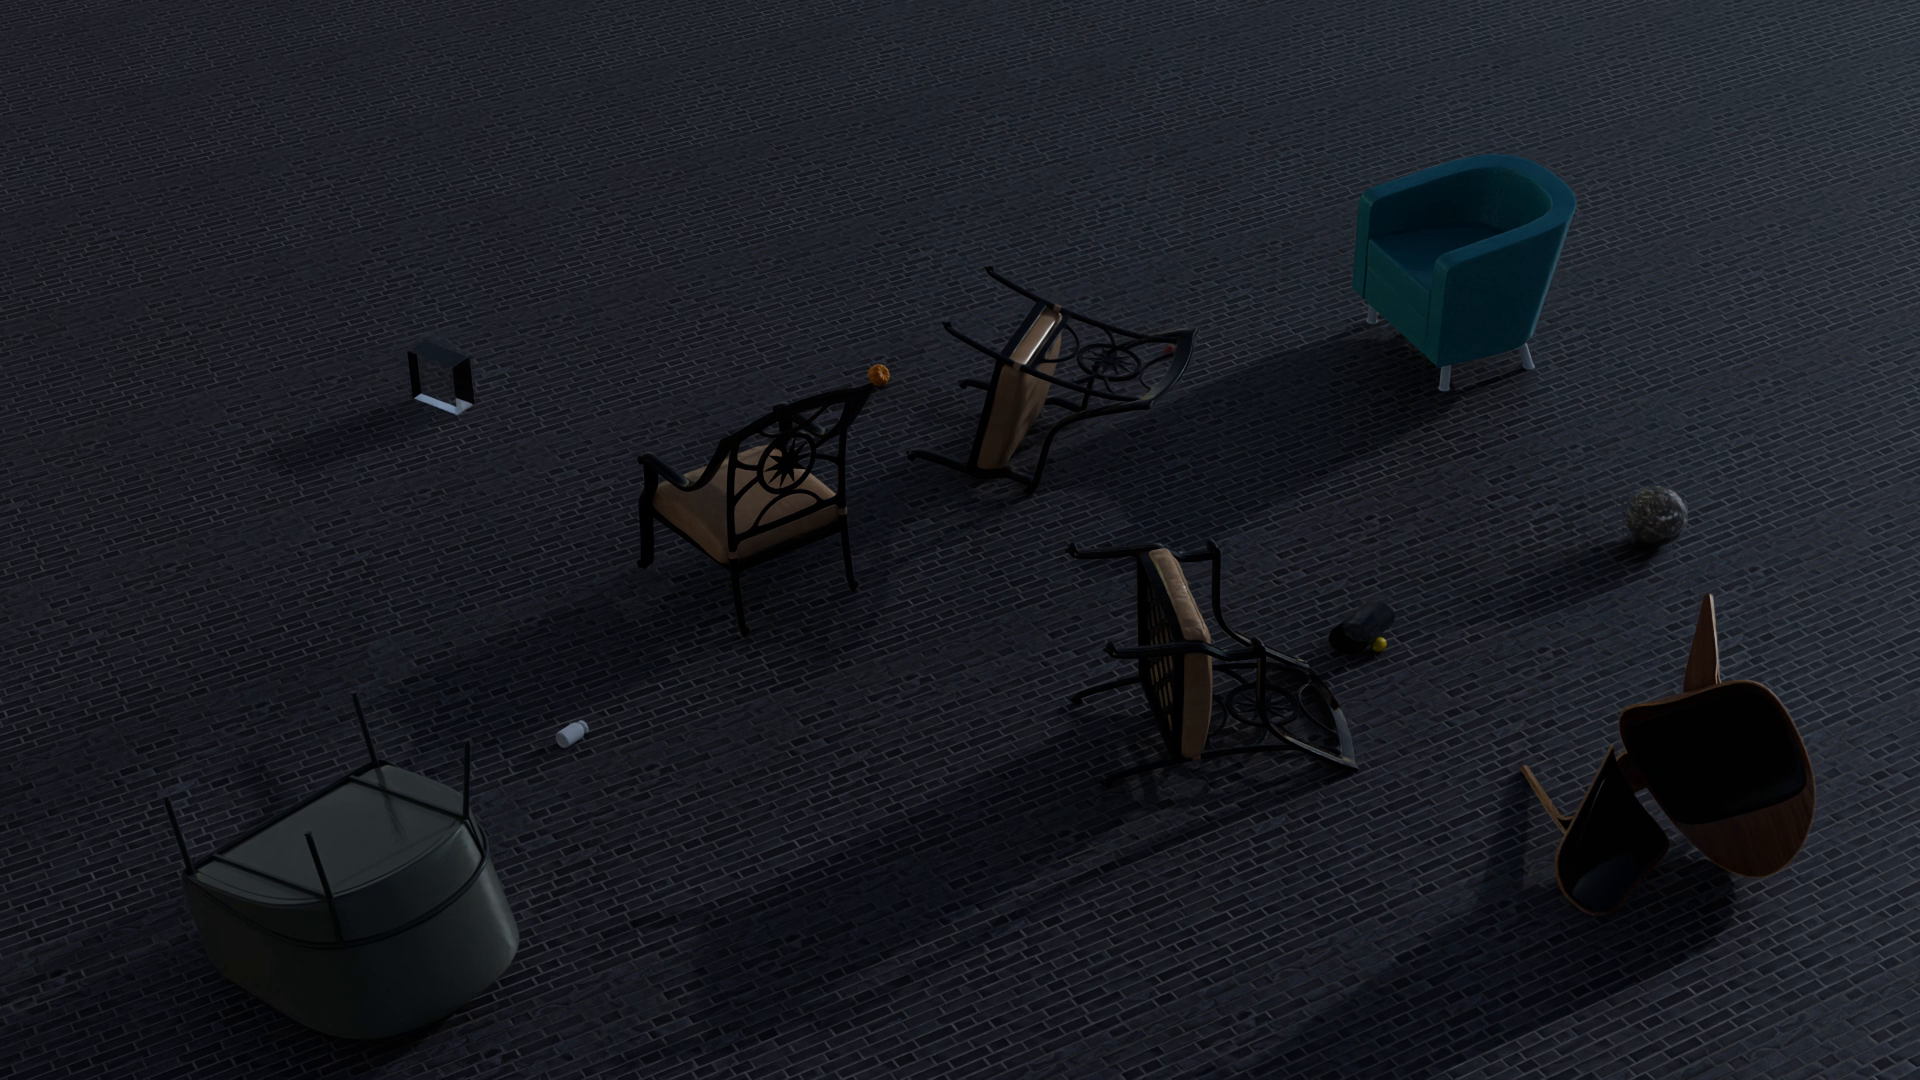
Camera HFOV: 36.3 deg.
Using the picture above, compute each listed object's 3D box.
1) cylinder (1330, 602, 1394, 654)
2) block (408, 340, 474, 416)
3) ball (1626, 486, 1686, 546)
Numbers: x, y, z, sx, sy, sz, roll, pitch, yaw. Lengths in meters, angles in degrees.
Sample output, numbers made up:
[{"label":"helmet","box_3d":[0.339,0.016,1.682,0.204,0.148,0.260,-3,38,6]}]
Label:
[{"label":"cylinder","box_3d":[1.418,0.309,10.344,0.184,0.116,0.166,-20,11,48]},{"label":"block","box_3d":[-2.076,-0.648,11.727,0.239,0.221,0.101,20,38,28]},{"label":"ball","box_3d":[2.584,-0.090,10.881,0.219,0.219,0.219,0,33,0]}]
